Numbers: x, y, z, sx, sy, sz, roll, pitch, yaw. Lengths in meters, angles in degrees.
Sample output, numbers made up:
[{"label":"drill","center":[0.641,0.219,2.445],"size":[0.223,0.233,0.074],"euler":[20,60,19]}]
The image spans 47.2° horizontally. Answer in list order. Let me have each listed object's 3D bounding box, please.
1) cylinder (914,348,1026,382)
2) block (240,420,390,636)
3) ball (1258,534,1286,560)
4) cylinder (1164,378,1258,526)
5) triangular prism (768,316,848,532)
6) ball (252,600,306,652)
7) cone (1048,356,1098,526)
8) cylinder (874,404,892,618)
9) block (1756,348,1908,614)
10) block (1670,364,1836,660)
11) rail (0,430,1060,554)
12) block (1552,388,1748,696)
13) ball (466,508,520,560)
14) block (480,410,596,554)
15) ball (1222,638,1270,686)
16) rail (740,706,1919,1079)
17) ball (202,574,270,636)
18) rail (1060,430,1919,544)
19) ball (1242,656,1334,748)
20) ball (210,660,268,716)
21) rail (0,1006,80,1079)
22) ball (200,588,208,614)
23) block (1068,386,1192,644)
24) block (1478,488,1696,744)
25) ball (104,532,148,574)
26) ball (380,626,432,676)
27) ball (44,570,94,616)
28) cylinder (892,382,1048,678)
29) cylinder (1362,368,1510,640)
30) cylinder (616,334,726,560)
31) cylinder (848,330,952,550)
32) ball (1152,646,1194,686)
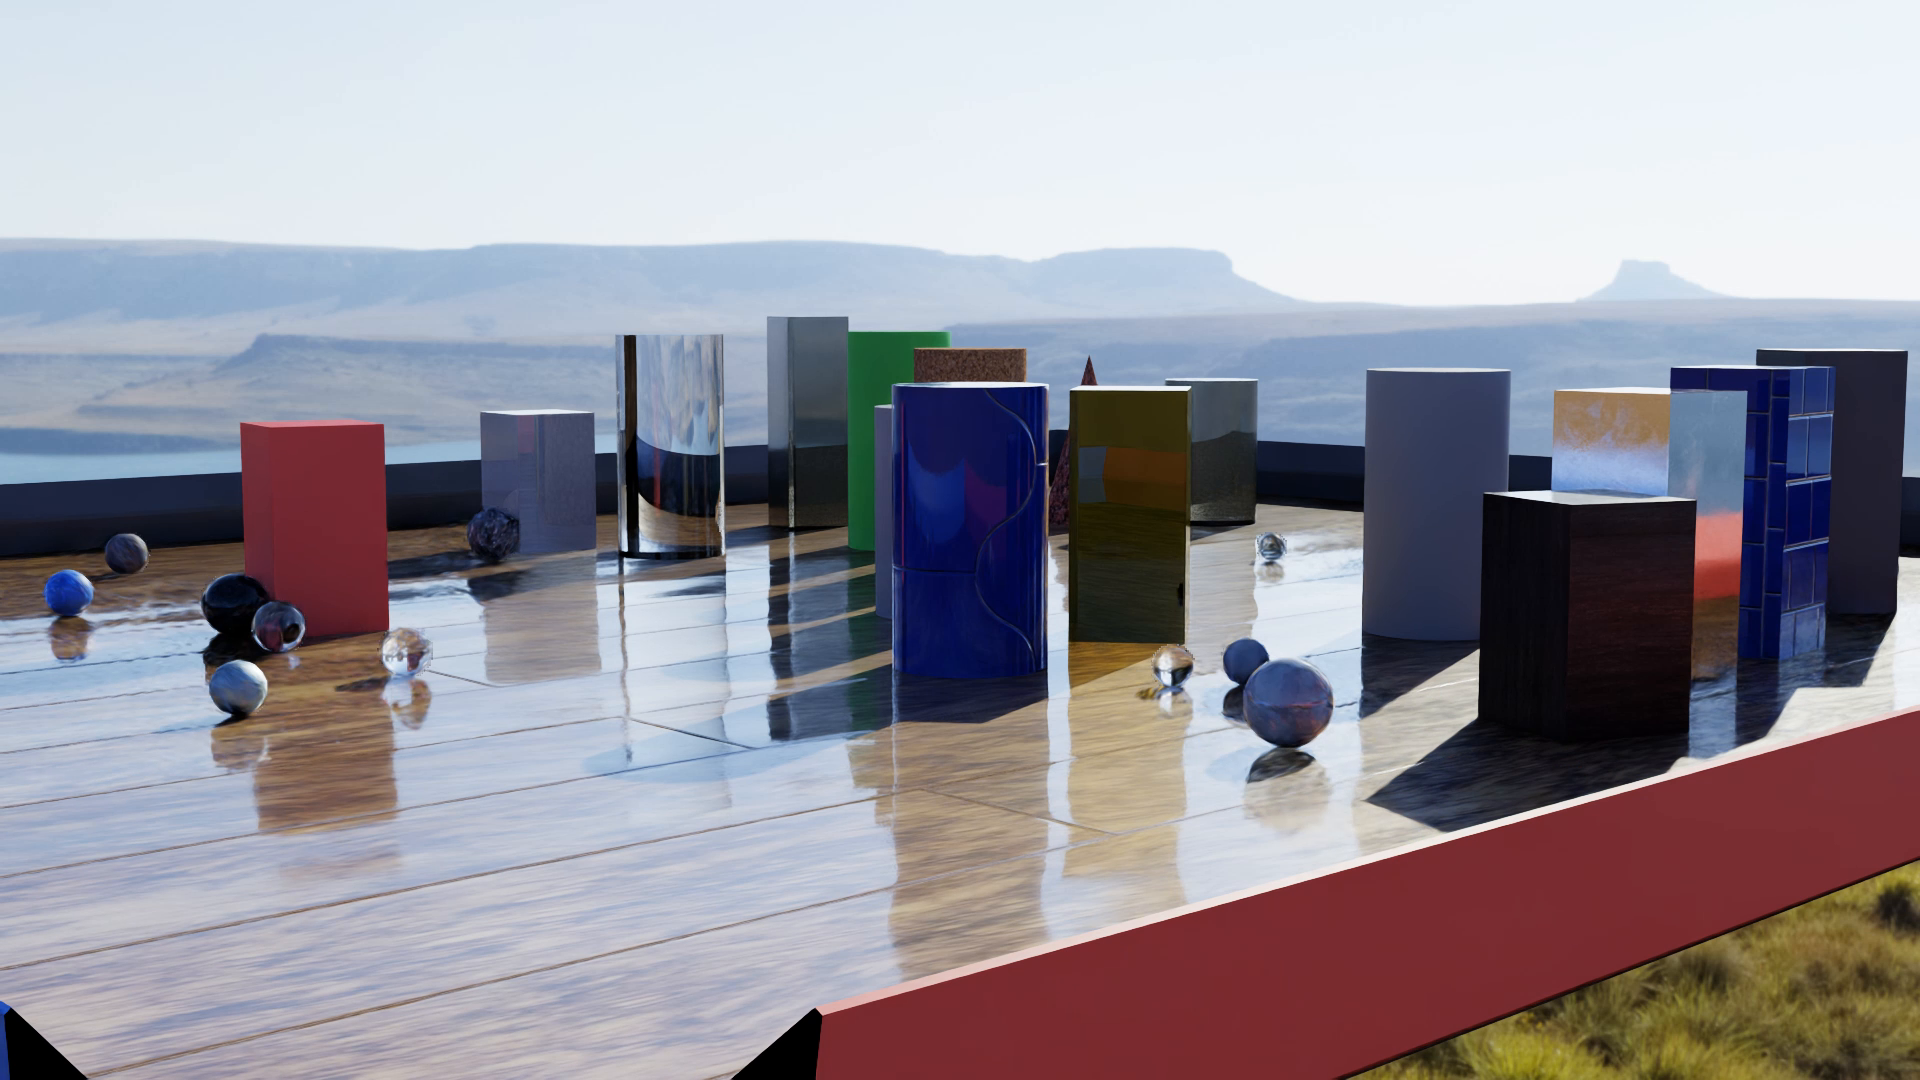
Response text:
[{"label":"cylinder","center":[0.018,-0.143,3.818],"size":[0.195,0.378,0.195],"euler":[0,6,0]},{"label":"block","center":[-0.903,-0.020,3.076],"size":[0.156,0.287,0.156],"euler":[-4,7,-32]},{"label":"ball","center":[0.555,0.013,3.913],"size":[0.047,0.047,0.047],"euler":[0,6,0]},{"label":"cylinder","center":[0.525,-0.187,4.611],"size":[0.195,0.299,0.195],"euler":[0,6,0]},{"label":"triangular prism","center":[-0.339,-0.242,4.508],"size":[0.146,0.431,0.169],"euler":[5,8,40]},{"label":"ball","center":[-0.888,0.113,2.865],"size":[0.068,0.068,0.068],"euler":[0,6,0]},{"label":"cone","center":[0.271,-0.214,4.620],"size":[0.195,0.352,0.195],"euler":[0,6,0]},{"label":"cylinder","center":[-0.027,-0.044,3.227],"size":[0.195,0.304,0.195],"euler":[0,6,0]},{"label":"block","center":[1.296,-0.092,3.293],"size":[0.156,0.385,0.156],"euler":[-1,6,-5]},{"label":"block","center":[1.036,-0.042,2.889],"size":[0.156,0.370,0.156],"euler":[5,8,41]},{"label":"rail","center":[-1.121,-0.093,4.540],"size":[3.810,0.127,0.045],"euler":[-5,8,-42]},{"label":"block","center":[0.811,-0.002,2.600],"size":[0.156,0.350,0.156],"euler":[-5,8,-39]},{"label":"ball","center":[-0.832,-0.010,3.920],"size":[0.093,0.093,0.093],"euler":[0,6,0]},{"label":"block","center":[-0.789,-0.112,4.114],"size":[0.156,0.255,0.156],"euler":[-5,7,-37]},{"label":"ball","center":[0.340,0.145,2.612],"size":[0.056,0.056,0.056],"euler":[0,6,0]},{"label":"rail","center":[1.121,0.159,2.124],"size":[3.810,0.127,0.045],"euler":[-5,8,-42]},{"label":"ball","center":[-0.983,0.088,2.986],"size":[0.086,0.086,0.086],"euler":[0,6,0]},{"label":"rail","center":[1.383,-0.100,4.601],"size":[0.045,0.127,3.352],"euler":[-5,8,-42]},{"label":"ball","center":[0.334,0.165,2.239],"size":[0.093,0.093,0.093],"euler":[0,6,0]},{"label":"ball","center":[-0.794,0.163,2.419],"size":[0.061,0.061,0.061],"euler":[0,6,0]},{"label":"rail","center":[-1.383,0.166,2.063],"size":[0.045,0.127,3.352],"euler":[-5,8,-42]},{"label":"ball","center":[-1.018,0.088,3.056],"size":[0.071,0.071,0.071],"euler":[0,6,0]},{"label":"block","center":[0.234,-0.038,3.007],"size":[0.156,0.338,0.156],"euler":[1,6,8]},{"label":"block","center":[0.668,0.076,2.353],"size":[0.156,0.247,0.156],"euler":[-2,6,-21]},{"label":"ball","center":[-1.408,0.023,3.713],"size":[0.070,0.070,0.070],"euler":[0,6,0]},{"label":"ball","center":[-0.675,0.136,2.677],"size":[0.061,0.061,0.061],"euler":[0,6,0]},{"label":"ball","center":[-1.301,0.077,3.210],"size":[0.067,0.067,0.067],"euler":[0,6,0]},{"label":"cylinder","center":[0.013,-0.017,2.742],"size":[0.195,0.352,0.195],"euler":[0,6,0]},{"label":"cylinder","center":[0.659,-0.054,3.047],"size":[0.195,0.362,0.195],"euler":[0,6,0]},{"label":"cylinder","center":[-0.527,-0.174,4.003],"size":[0.195,0.400,0.195],"euler":[0,6,0]},{"label":"cylinder","center":[-0.114,-0.190,4.139],"size":[0.195,0.404,0.195],"euler":[0,6,0]},{"label":"ball","center":[0.252,0.150,2.604],"size":[0.048,0.048,0.048],"euler":[0,6,0]}]
